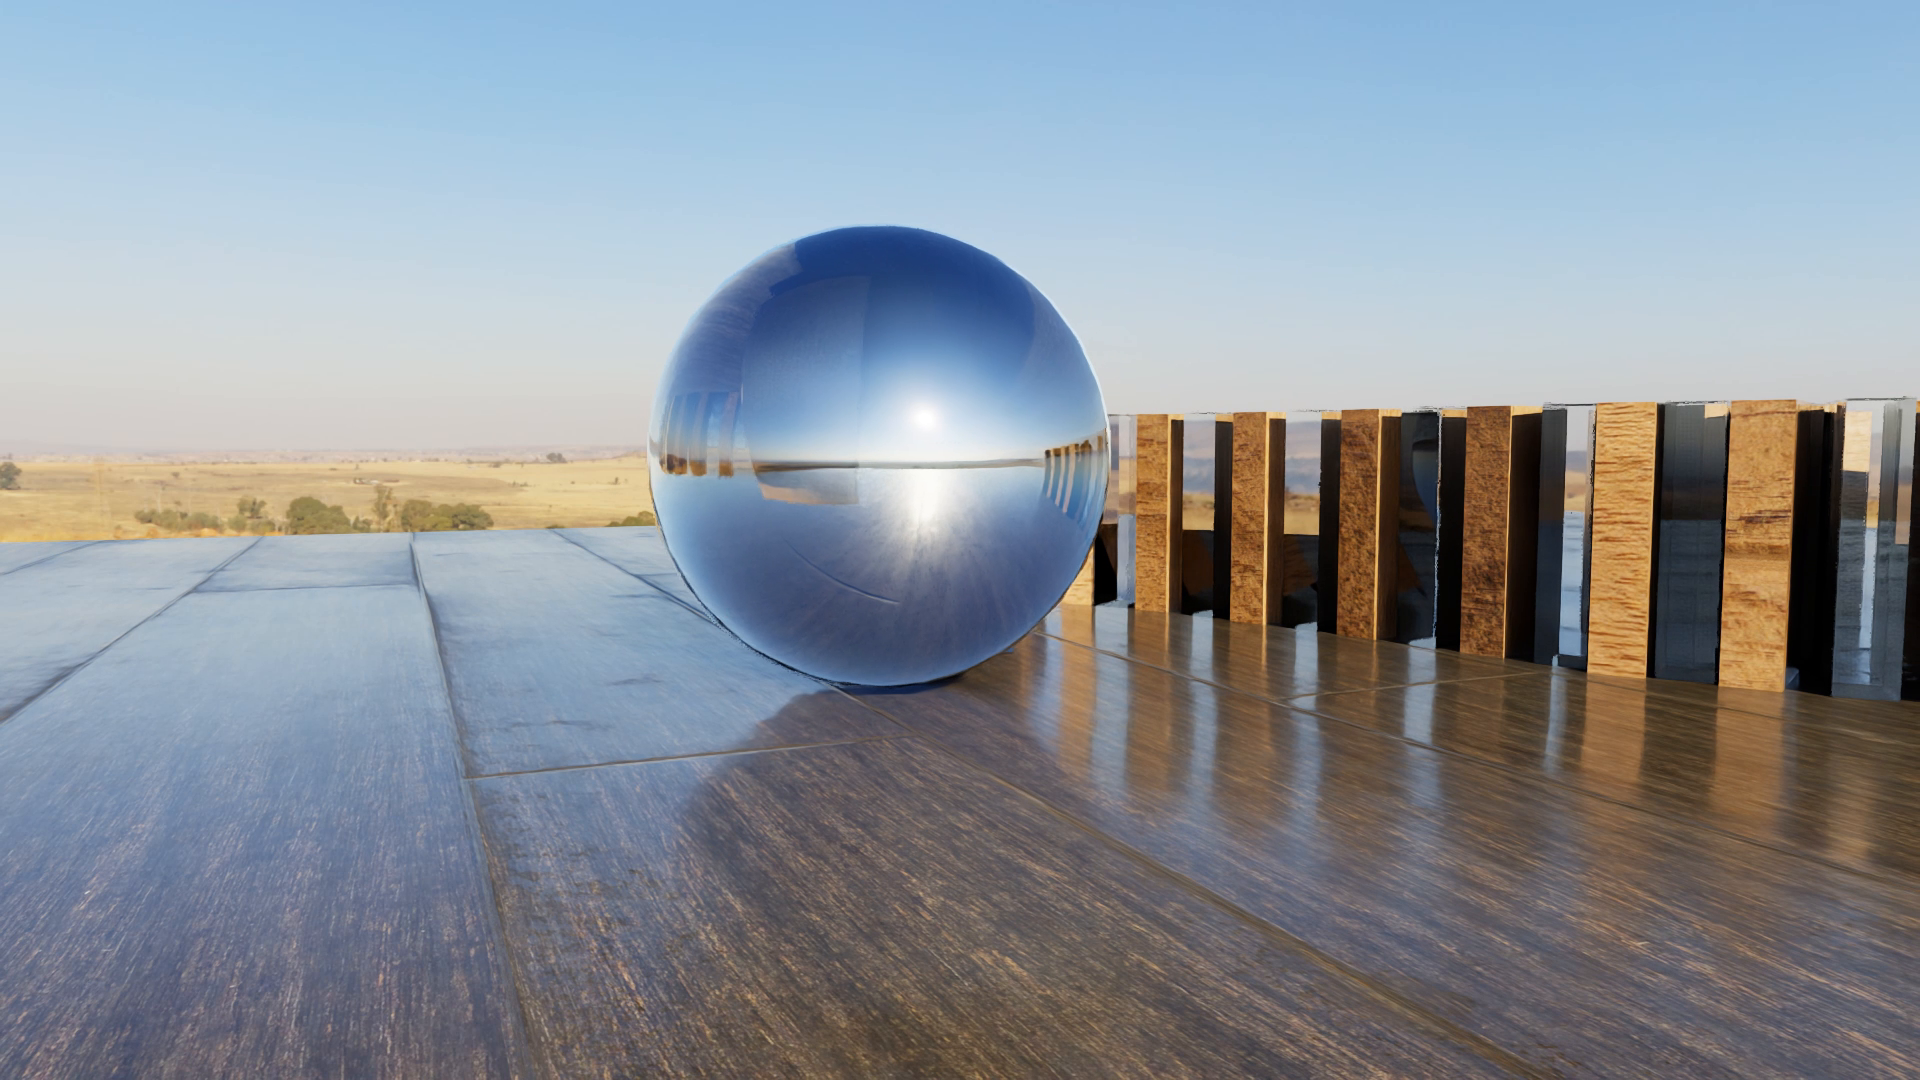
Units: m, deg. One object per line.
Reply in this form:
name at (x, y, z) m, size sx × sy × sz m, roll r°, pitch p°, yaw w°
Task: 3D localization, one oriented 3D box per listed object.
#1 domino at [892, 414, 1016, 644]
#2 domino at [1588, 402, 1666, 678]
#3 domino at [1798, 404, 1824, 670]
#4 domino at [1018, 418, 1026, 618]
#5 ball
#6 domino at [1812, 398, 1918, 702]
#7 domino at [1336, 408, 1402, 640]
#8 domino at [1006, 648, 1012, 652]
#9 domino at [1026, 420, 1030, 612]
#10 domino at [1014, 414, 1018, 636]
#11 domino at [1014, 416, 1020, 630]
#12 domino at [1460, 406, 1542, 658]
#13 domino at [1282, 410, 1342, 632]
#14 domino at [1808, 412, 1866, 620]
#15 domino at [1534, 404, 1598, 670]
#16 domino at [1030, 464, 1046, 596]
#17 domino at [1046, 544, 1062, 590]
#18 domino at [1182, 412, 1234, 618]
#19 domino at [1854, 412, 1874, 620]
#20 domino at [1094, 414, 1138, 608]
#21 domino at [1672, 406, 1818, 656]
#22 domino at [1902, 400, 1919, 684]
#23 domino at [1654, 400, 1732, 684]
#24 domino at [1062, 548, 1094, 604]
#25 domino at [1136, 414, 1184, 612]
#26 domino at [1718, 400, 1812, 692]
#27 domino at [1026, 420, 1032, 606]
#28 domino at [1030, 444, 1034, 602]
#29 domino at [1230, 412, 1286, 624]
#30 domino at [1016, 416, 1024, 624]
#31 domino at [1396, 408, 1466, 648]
domino at (-0.001, -0.003, 0.279) m, size 0.025 × 0.050 × 0.009 m, roll 0°, pitch -21°, yaw 4°
domino at (0.128, -0.001, 0.244) m, size 0.009 × 0.050 × 0.025 m, roll 3°, pitch 6°, yaw 39°
domino at (0.165, -0.001, 0.249) m, size 0.025 × 0.050 × 0.010 m, roll -2°, pitch 5°, yaw -29°
domino at (0.004, -0.006, 0.321) m, size 0.025 × 0.050 × 0.009 m, roll 0°, pitch -21°, yaw 4°
ball at (-0.014, -0.014, 0.224) m, size 0.080 × 0.080 × 0.080 m, roll 0°, pitch 4°, yaw 0°
domino at (0.157, 0.001, 0.223) m, size 0.009 × 0.050 × 0.025 m, roll 2°, pitch 5°, yaw 27°
domino at (0.097, -0.004, 0.289) m, size 0.025 × 0.050 × 0.010 m, roll -3°, pitch 5°, yaw -37°
domino at (-0.001, -0.002, 0.268) m, size 0.025 × 0.050 × 0.009 m, roll 0°, pitch -21°, yaw 4°
domino at (0.005, -0.007, 0.332) m, size 0.025 × 0.050 × 0.009 m, roll 0°, pitch -22°, yaw 4°
domino at (0.000, -0.004, 0.289) m, size 0.025 × 0.050 × 0.009 m, roll 0°, pitch -21°, yaw 4°
domino at (0.001, -0.005, 0.300) m, size 0.025 × 0.050 × 0.009 m, roll 0°, pitch -21°, yaw 4°
domino at (0.115, -0.002, 0.264) m, size 0.025 × 0.050 × 0.010 m, roll -3°, pitch 5°, yaw -36°
domino at (0.088, -0.005, 0.300) m, size 0.025 × 0.050 × 0.009 m, roll -4°, pitch 6°, yaw -39°
domino at (0.210, -0.006, 0.320) m, size 0.010 × 0.050 × 0.025 m, roll 0°, pitch 4°, yaw -3°
domino at (0.123, -0.001, 0.253) m, size 0.010 × 0.050 × 0.025 m, roll 4°, pitch 6°, yaw 42°
domino at (0.013, -0.004, 0.376) m, size 0.025 × 0.009 × 0.050 m, roll 0°, pitch 39°, yaw 4°
domino at (0.022, 0.008, 0.397) m, size 0.025 × 0.009 × 0.050 m, roll 1°, pitch 4°, yaw 7°
domino at (0.068, -0.007, 0.324) m, size 0.025 × 0.050 × 0.010 m, roll -4°, pitch 6°, yaw -42°
domino at (0.225, -0.006, 0.318) m, size 0.009 × 0.050 × 0.025 m, roll 2°, pitch 5°, yaw 25°
domino at (0.046, -0.008, 0.344) m, size 0.010 × 0.050 × 0.025 m, roll 3°, pitch 5°, yaw 31°
domino at (0.159, -0.002, 0.262) m, size 0.025 × 0.050 × 0.009 m, roll -1°, pitch 4°, yaw -11°
domino at (0.175, 0.000, 0.237) m, size 0.009 × 0.050 × 0.025 m, roll 2°, pitch 5°, yaw 29°
domino at (0.137, 0.000, 0.238) m, size 0.010 × 0.050 × 0.025 m, roll 3°, pitch 5°, yaw 36°
domino at (0.034, -0.009, 0.351) m, size 0.009 × 0.050 × 0.025 m, roll 1°, pitch 4°, yaw 9°
domino at (0.057, -0.008, 0.334) m, size 0.010 × 0.050 × 0.025 m, roll 4°, pitch 6°, yaw 44°
domino at (0.145, 0.000, 0.231) m, size 0.009 × 0.050 × 0.025 m, roll 3°, pitch 5°, yaw 38°
domino at (0.006, -0.008, 0.342) m, size 0.025 × 0.050 × 0.010 m, roll 0°, pitch -23°, yaw 4°
domino at (0.008, -0.006, 0.359) m, size 0.025 × 0.050 × 0.009 m, roll 0°, pitch -39°, yaw 4°
domino at (0.078, -0.006, 0.312) m, size 0.025 × 0.050 × 0.010 m, roll -4°, pitch 6°, yaw -40°
domino at (0.003, -0.005, 0.310) m, size 0.025 × 0.050 × 0.009 m, roll 0°, pitch -21°, yaw 4°
domino at (0.106, -0.003, 0.276) m, size 0.025 × 0.050 × 0.010 m, roll -3°, pitch 5°, yaw -37°
